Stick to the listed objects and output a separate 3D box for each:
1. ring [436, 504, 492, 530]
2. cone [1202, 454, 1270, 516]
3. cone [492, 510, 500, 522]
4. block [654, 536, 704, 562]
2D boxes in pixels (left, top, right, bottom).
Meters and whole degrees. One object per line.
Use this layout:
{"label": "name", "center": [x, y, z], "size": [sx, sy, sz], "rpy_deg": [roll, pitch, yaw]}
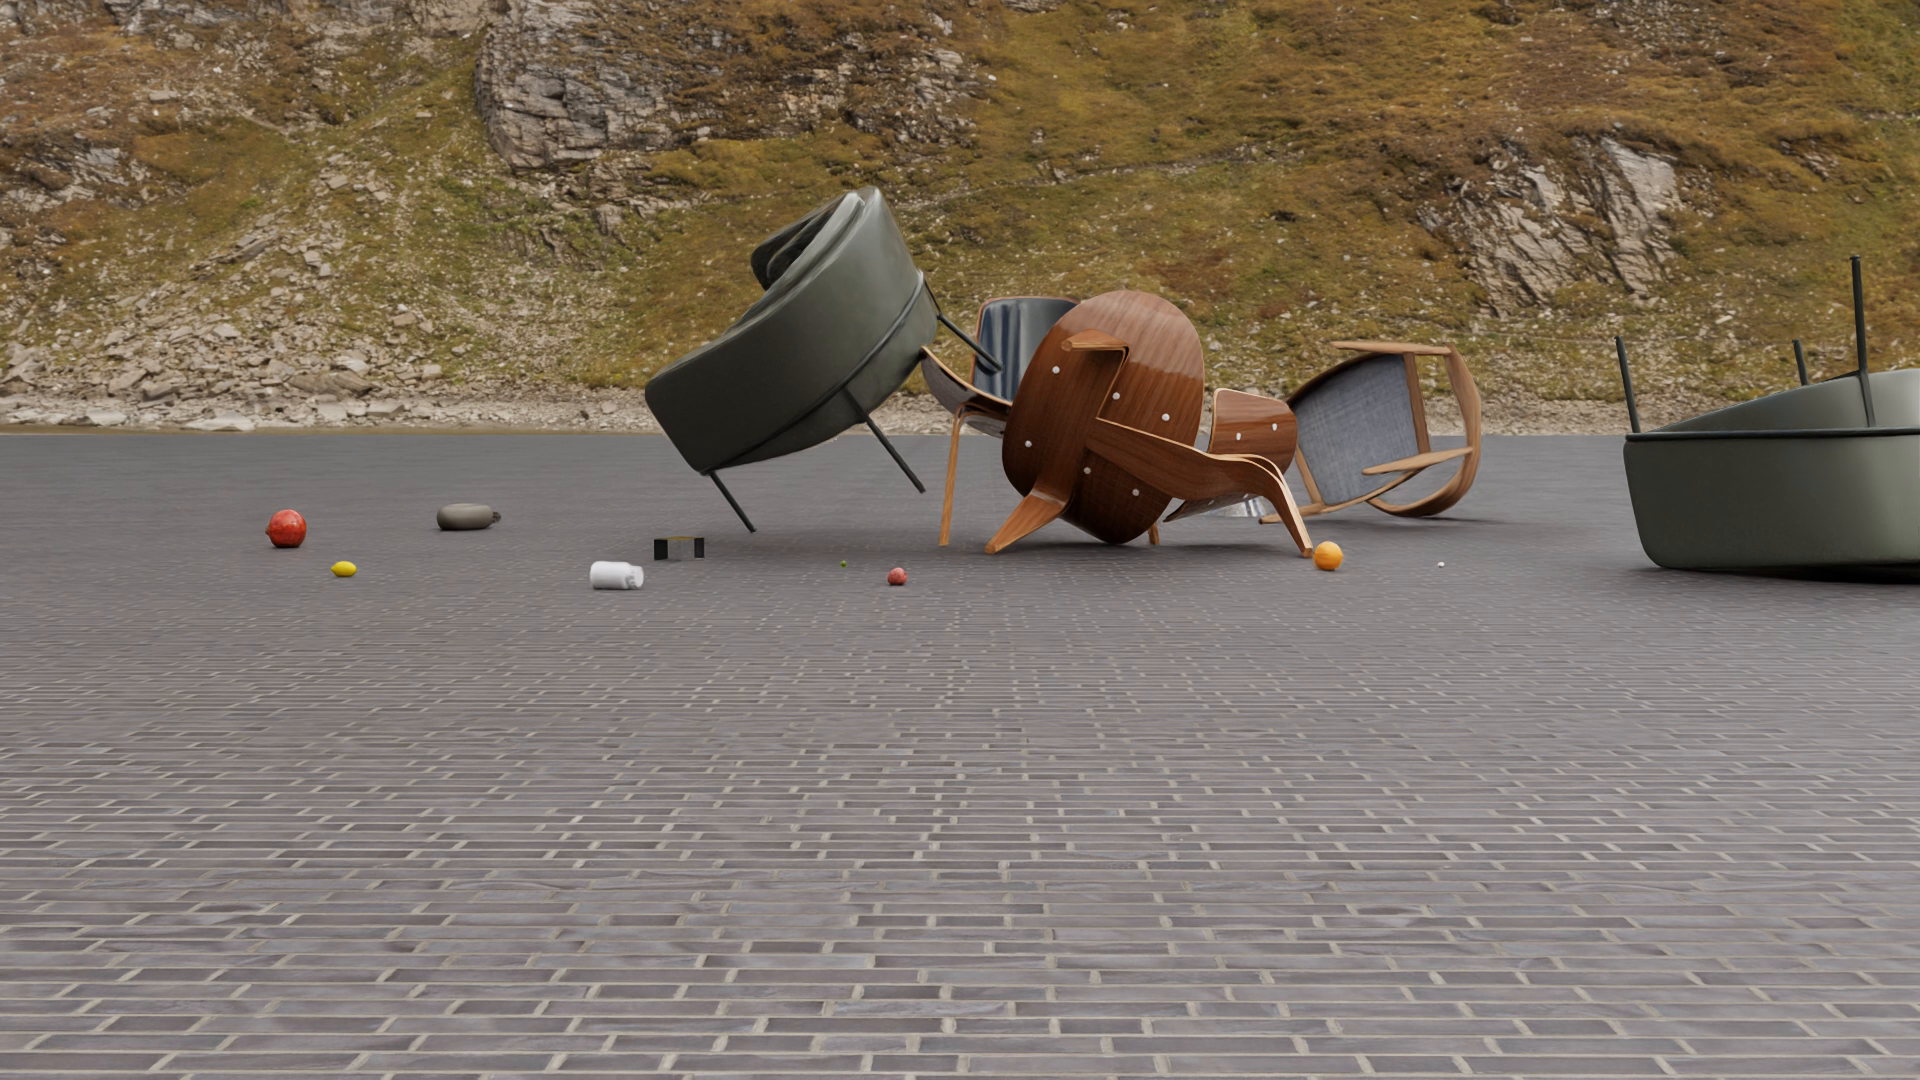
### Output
{"label": "ring", "center": [-1.593, -0.075, 7.076], "size": [0.155, 0.077, 0.235], "rpy_deg": [3, 6, 16]}
{"label": "cone", "center": [0.984, -0.202, 7.861], "size": [0.248, 0.223, 0.230], "rpy_deg": [1, 4, 16]}
{"label": "cone", "center": [-1.569, -0.069, 7.424], "size": [0.050, 0.036, 0.065], "rpy_deg": [20, -26, 17]}
{"label": "block", "center": [-0.741, 0.023, 5.806], "size": [0.081, 0.055, 0.125], "rpy_deg": [2, 4, 22]}
